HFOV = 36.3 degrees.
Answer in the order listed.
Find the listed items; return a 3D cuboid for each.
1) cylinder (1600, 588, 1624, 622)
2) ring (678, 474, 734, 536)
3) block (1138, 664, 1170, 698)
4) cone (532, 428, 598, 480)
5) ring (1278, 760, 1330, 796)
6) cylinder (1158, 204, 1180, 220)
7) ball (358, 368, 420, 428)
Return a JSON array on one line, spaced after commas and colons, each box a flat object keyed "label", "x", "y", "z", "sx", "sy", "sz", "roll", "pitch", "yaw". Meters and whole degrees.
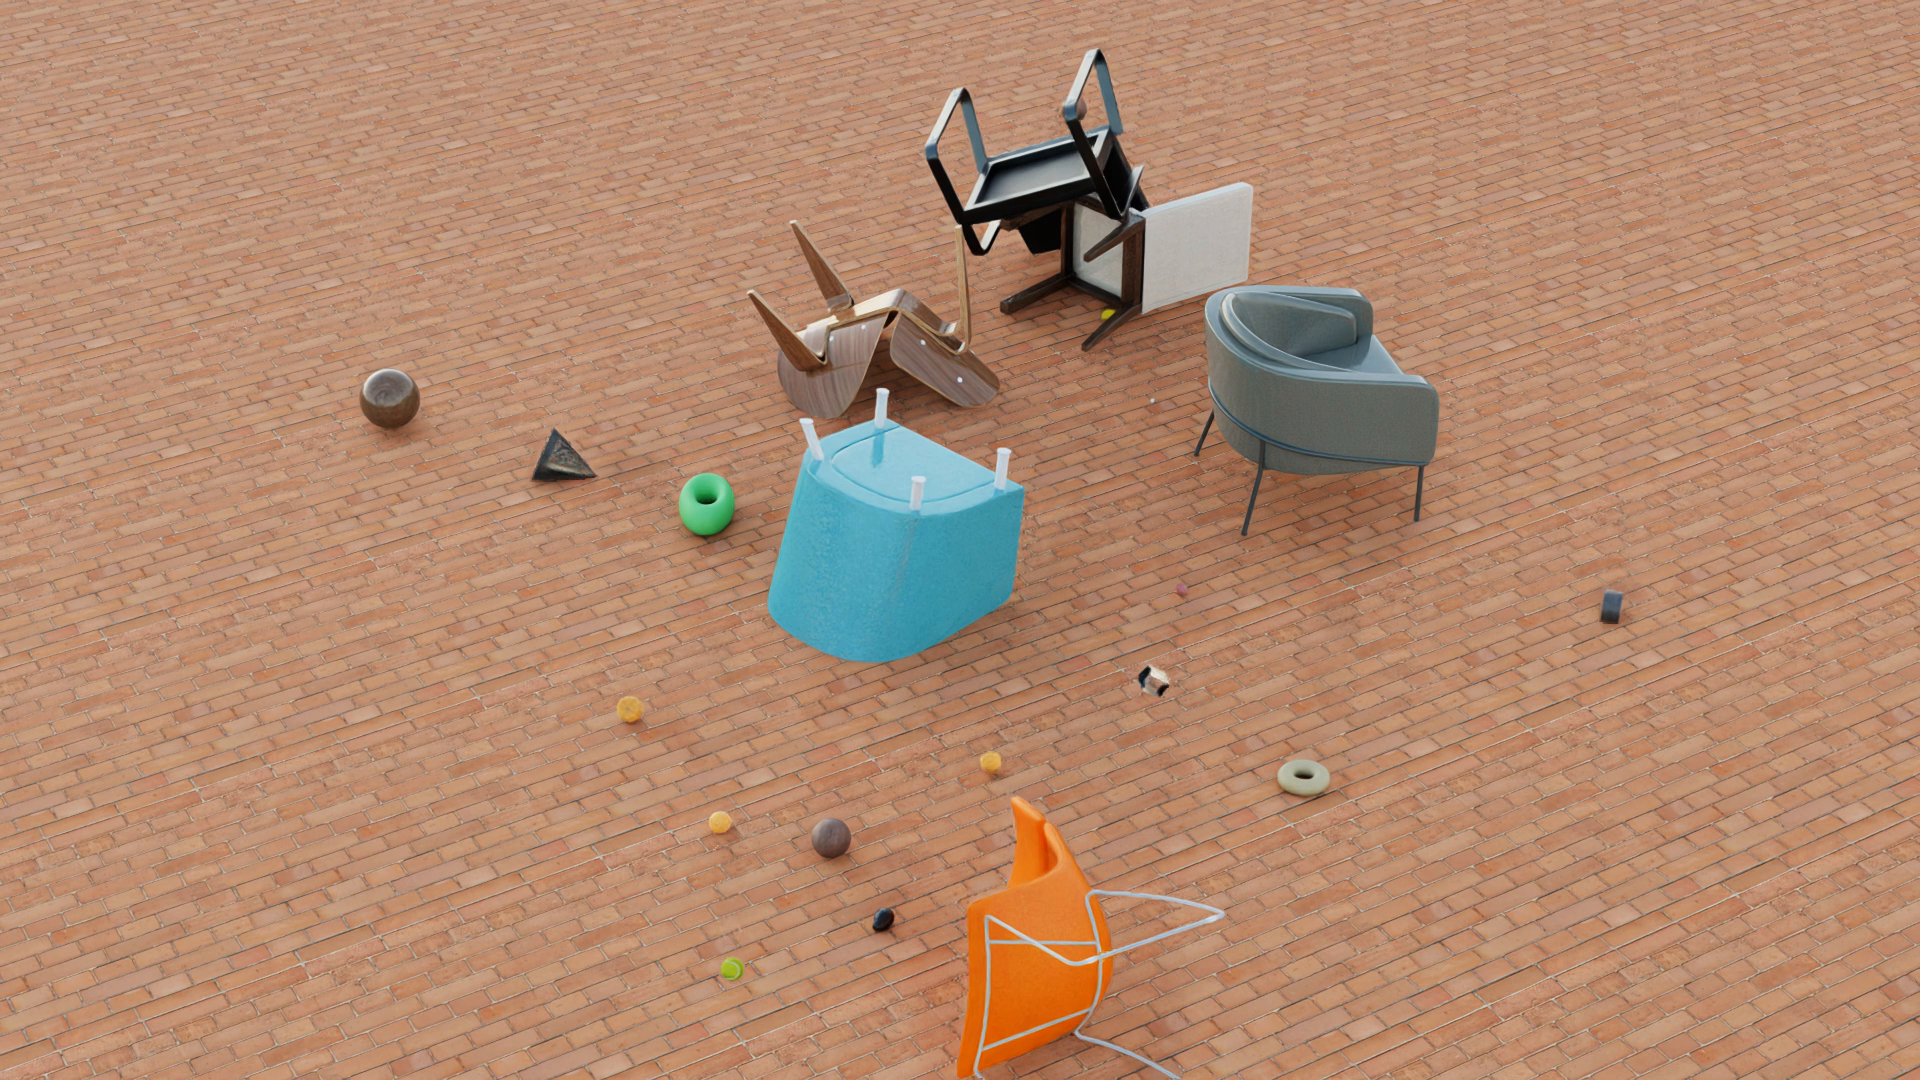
[{"label": "cylinder", "x": 2.331, "y": 0.235, "z": 10.486, "sx": 0.063, "sy": 0.113, "sz": 0.111, "roll": 9, "pitch": -1, "yaw": 14}, {"label": "ring", "x": -0.954, "y": -0.135, "z": 11.045, "sx": 0.211, "sy": 0.116, "sz": 0.343, "roll": 0, "pitch": 32, "yaw": -3}, {"label": "block", "x": 0.669, "y": 0.487, "z": 10.118, "sx": 0.077, "sy": 0.064, "sz": 0.072, "roll": 26, "pitch": 26, "yaw": -24}, {"label": "cone", "x": -1.500, "y": -0.290, "z": 11.297, "sx": 0.231, "sy": 0.211, "sz": 0.242, "roll": 23, "pitch": 34, "yaw": -10}, {"label": "ring", "x": 1.137, "y": 0.786, "z": 9.701, "sx": 0.176, "sy": 0.057, "sz": 0.156, "roll": 3, "pitch": 35, "yaw": 5}, {"label": "cylinder", "x": 0.934, "y": -1.465, "z": 13.122, "sx": 0.087, "sy": 0.049, "sz": 0.057, "roll": -20, "pitch": 59, "yaw": -27}, {"label": "ball", "x": -2.251, "y": -0.559, "z": 11.575, "sx": 0.240, "sy": 0.240, "sz": 0.240, "roll": 0, "pitch": 33, "yaw": 0}]
